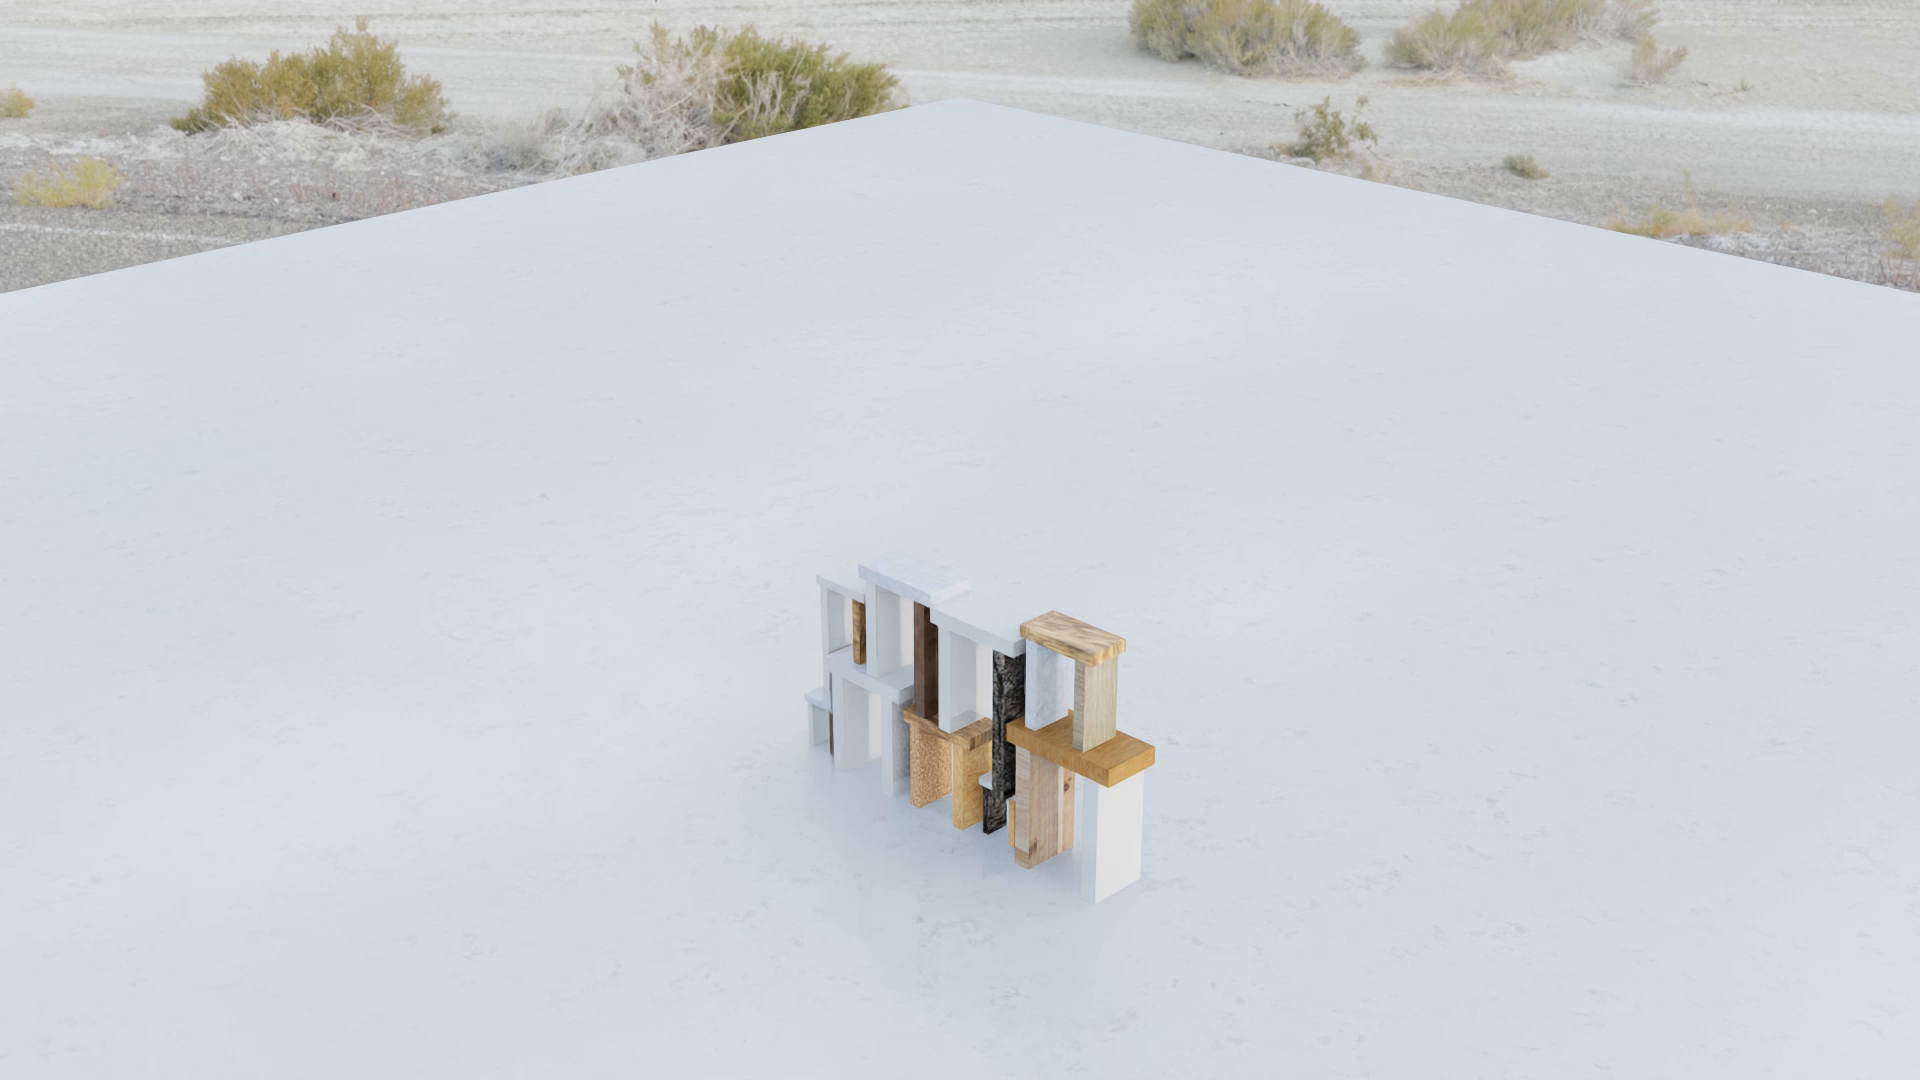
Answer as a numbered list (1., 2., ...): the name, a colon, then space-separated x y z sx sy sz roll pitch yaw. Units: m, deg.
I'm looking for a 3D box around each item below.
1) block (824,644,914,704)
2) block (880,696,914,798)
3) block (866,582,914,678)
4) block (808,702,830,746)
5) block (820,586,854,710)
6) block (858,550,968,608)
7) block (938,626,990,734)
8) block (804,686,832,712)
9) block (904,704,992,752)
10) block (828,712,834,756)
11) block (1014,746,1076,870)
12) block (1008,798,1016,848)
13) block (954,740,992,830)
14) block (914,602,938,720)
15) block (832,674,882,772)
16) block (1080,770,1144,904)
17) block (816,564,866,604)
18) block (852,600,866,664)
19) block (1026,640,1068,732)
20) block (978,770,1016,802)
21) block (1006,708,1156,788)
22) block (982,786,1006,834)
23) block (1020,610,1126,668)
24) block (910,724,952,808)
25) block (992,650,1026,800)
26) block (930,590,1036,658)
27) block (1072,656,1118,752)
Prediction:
1. block: -0.162 0.270 4.516 0.222 0.031 0.111 21 31 41
2. block: -0.109 0.407 4.517 0.031 0.222 0.111 21 31 41
3. block: -0.142 0.166 4.454 0.029 0.208 0.104 21 31 41
4. block: -0.302 0.386 4.722 0.014 0.102 0.051 21 31 41
5. block: -0.255 0.215 4.596 0.020 0.281 0.072 21 31 40
6. block: -0.093 0.076 4.362 0.104 0.029 0.208 -21 31 -41
7. block: 0.009 0.257 4.326 0.032 0.224 0.112 21 31 40
8. block: -0.278 0.342 4.676 0.102 0.014 0.051 21 31 40
9. block: -0.015 0.364 4.394 0.185 0.026 0.093 21 31 41
10. block: -0.254 0.404 4.678 0.014 0.102 0.051 21 31 40
11. block: 0.165 0.496 4.259 0.037 0.259 0.130 21 31 41
12. block: 0.120 0.548 4.333 0.053 0.106 0.015 -21 31 -41
13. block: 0.028 0.479 4.395 0.026 0.185 0.093 21 31 41
14. block: -0.044 0.224 4.372 0.029 0.250 0.104 21 31 41
15. block: -0.214 0.366 4.614 0.031 0.222 0.111 21 31 41
16. block: 0.288 0.544 4.147 0.037 0.259 0.130 21 31 41
17. block: -0.221 0.090 4.506 0.143 0.020 0.072 21 31 40
18. block: -0.187 0.178 4.508 0.020 0.143 0.072 21 31 41
19. block: 0.165 0.261 4.155 0.026 0.183 0.091 21 31 41
20. block: 0.093 0.483 4.331 0.053 0.015 0.106 -21 31 -40
21. block: 0.226 0.384 4.145 0.259 0.037 0.130 21 31 41
22. block: 0.070 0.529 4.379 0.053 0.106 0.015 -21 31 -41
23. block: 0.208 0.181 4.075 0.183 0.026 0.091 21 31 41
24. block: -0.059 0.444 4.476 0.026 0.185 0.093 21 31 41
25. block: 0.113 0.341 4.244 0.032 0.315 0.112 21 31 41
26. block: 0.061 0.160 4.227 0.112 0.032 0.224 -21 31 -40
27. block: 0.251 0.294 4.076 0.026 0.183 0.091 21 31 41
